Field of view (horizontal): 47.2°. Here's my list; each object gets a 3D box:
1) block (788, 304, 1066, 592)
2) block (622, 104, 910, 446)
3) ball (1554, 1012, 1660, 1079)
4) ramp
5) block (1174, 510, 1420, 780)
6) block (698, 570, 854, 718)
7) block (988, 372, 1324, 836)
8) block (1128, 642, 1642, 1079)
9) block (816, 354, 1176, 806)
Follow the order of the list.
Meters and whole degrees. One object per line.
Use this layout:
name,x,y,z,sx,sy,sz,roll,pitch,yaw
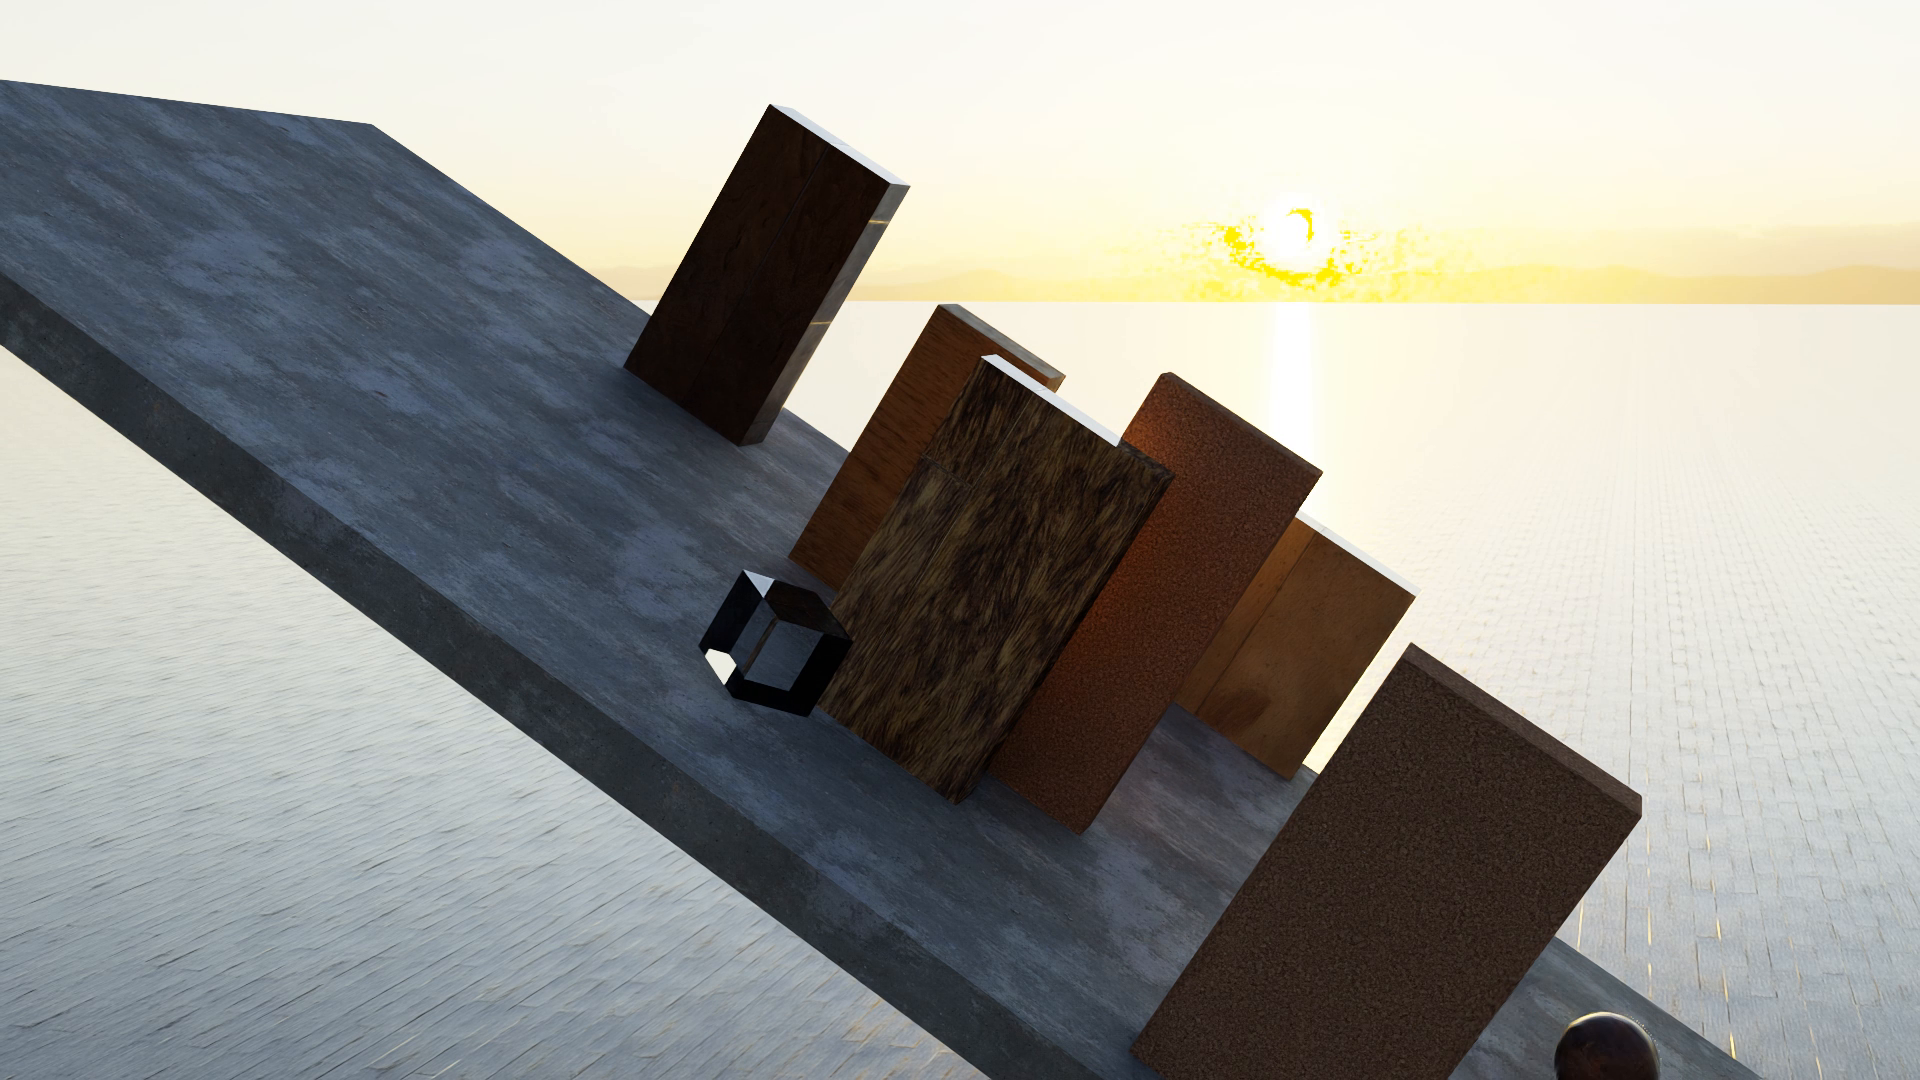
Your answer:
block,-0.065,-0.138,4.187,0.254,0.573,0.124,35,15,11
block,-0.415,-0.562,4.699,0.315,0.651,0.135,35,15,11
ball,1.153,0.935,3.921,0.181,0.181,0.181,0,7,0
ramp,-0.147,0.244,4.109,4.000,0.100,2.000,35,15,11
block,0.670,0.189,4.762,0.445,0.486,0.112,35,15,11
block,-0.299,0.168,3.560,0.152,0.152,0.152,19,19,-39
block,0.280,0.111,3.739,0.308,0.743,0.087,35,15,11
block,0.585,0.538,3.062,0.372,0.695,0.124,35,15,11
block,0.026,0.066,3.576,0.353,0.641,0.088,35,15,11
